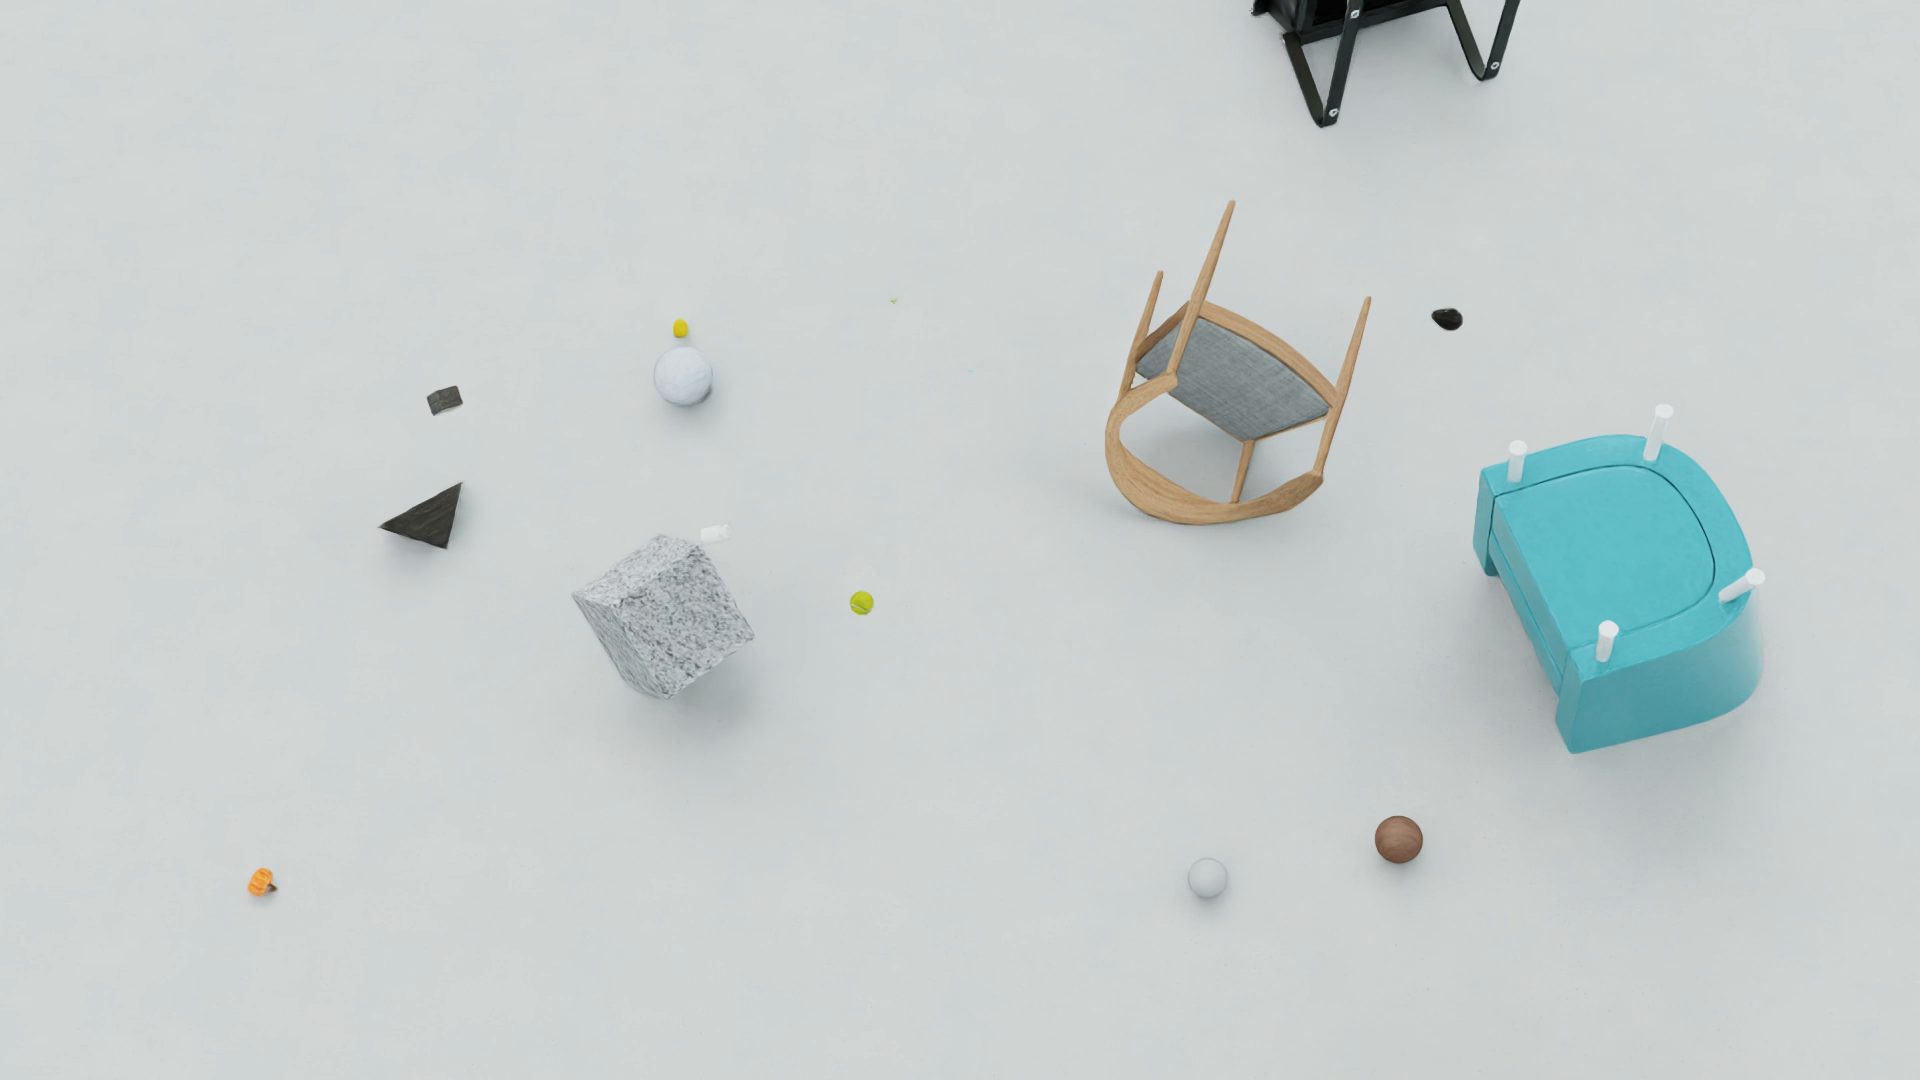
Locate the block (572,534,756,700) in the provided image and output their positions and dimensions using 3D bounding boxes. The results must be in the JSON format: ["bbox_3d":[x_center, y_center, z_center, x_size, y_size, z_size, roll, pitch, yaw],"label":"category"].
[{"bbox_3d":[-0.833,0.212,6.166,0.310,0.314,0.311,-36,21,-22],"label":"block"}]

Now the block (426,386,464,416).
[{"bbox_3d":[-1.549,-0.420,6.613,0.067,0.087,0.060,-20,93,-35],"label":"block"}]

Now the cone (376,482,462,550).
[{"bbox_3d":[-1.568,-0.040,6.545,0.291,0.226,0.156,-32,98,-28],"label":"cone"}]

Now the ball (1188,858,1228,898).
[{"bbox_3d":[0.665,0.907,5.900,0.109,0.109,0.109,0,56,0],"label":"ball"}]

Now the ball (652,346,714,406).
[{"bbox_3d":[-0.857,-0.508,6.803,0.185,0.185,0.185,0,56,0],"label":"ball"}]
